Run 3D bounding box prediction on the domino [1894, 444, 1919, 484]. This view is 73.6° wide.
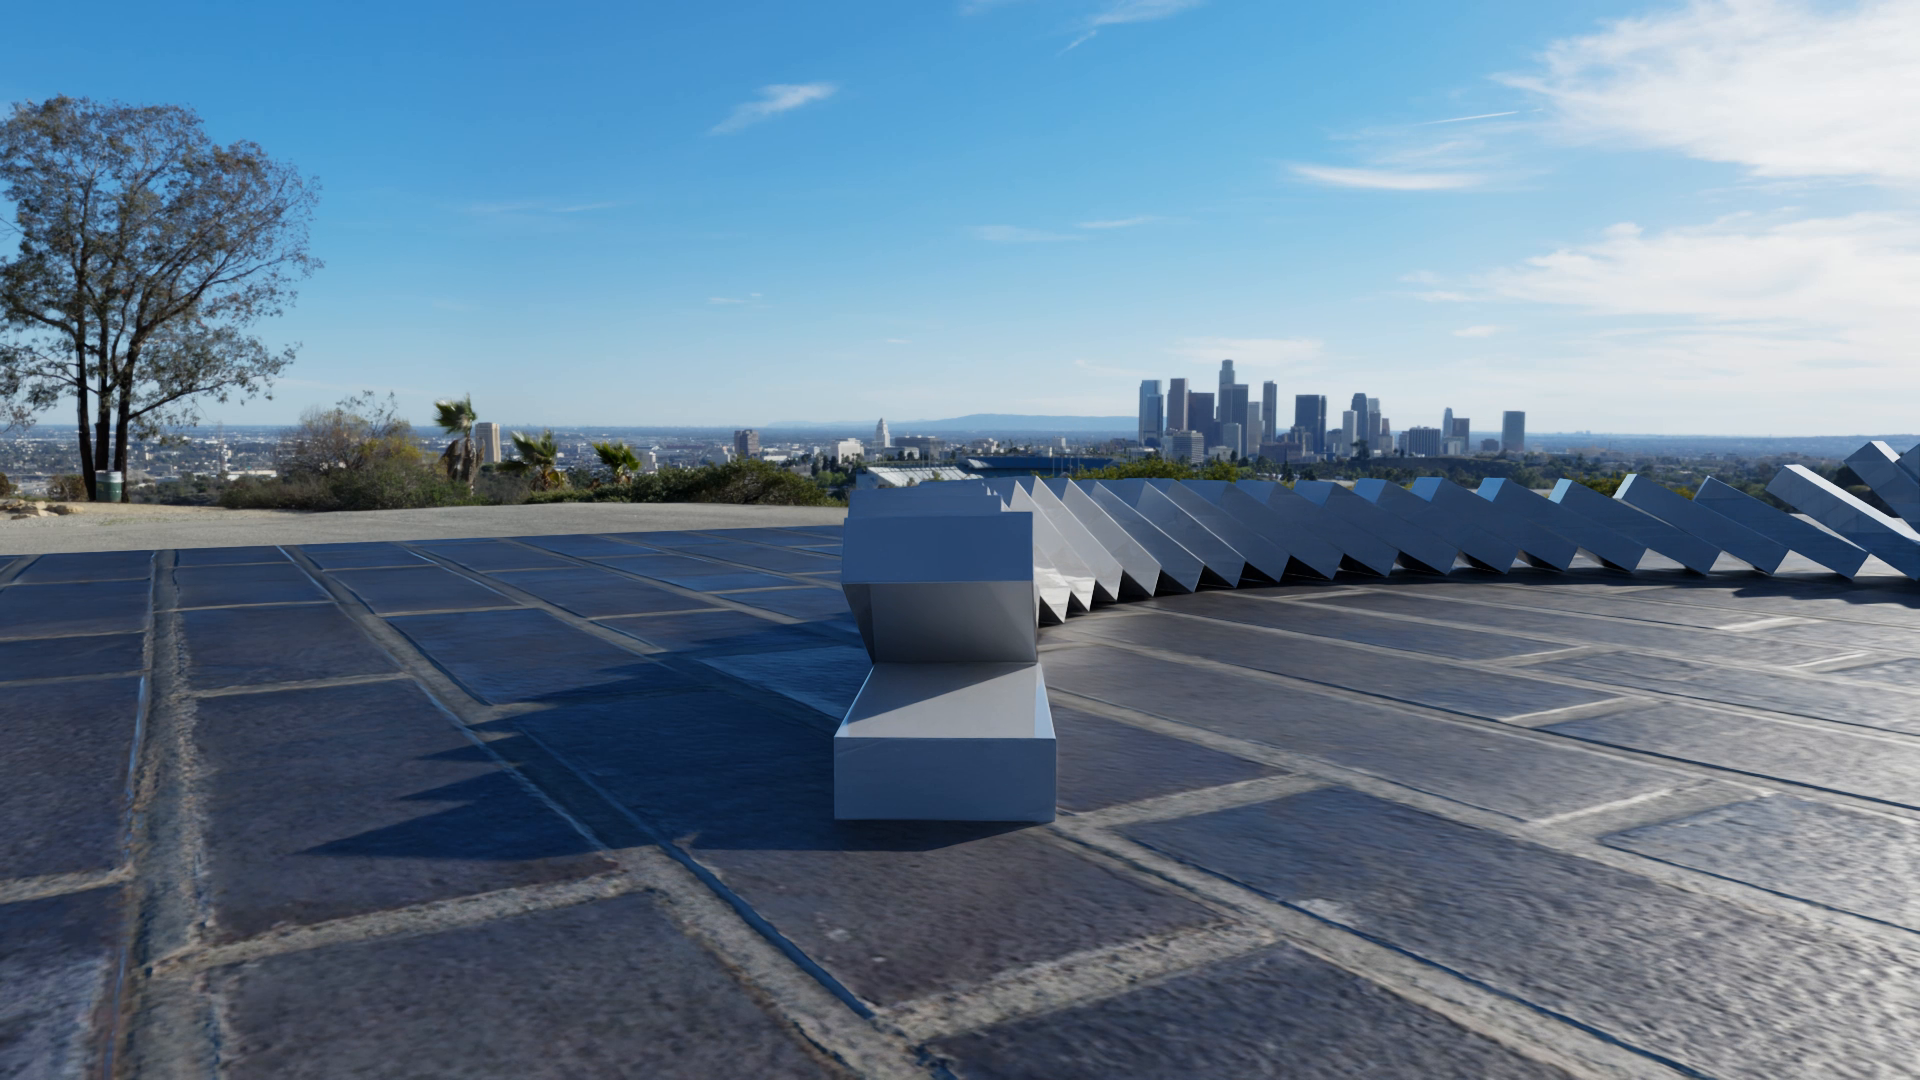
[{"bbox_3d":[0.318,-0.009,0.399,0.025,0.050,0.010,-3,-37,-41],"label":"domino"}]

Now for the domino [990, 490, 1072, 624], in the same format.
[{"bbox_3d":[0.005,0.004,0.291,0.025,0.009,0.050,2,-25,27],"label":"domino"}]

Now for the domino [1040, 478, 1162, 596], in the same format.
[{"bbox_3d":[0.030,0.000,0.343,0.025,0.010,0.050,1,-26,40],"label":"domino"}]

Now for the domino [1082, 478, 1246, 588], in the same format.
[{"bbox_3d":[0.058,-0.002,0.375,0.050,0.009,0.025,33,-17,-36],"label":"domino"}]

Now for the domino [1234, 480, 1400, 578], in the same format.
[{"bbox_3d":[0.113,-0.004,0.414,0.050,0.009,0.025,27,-3,-16],"label":"domino"}]

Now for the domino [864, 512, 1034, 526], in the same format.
[{"bbox_3d":[-0.001,0.010,0.211,0.025,0.009,0.050,0,-25,1],"label":"domino"}]

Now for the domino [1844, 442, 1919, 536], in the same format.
[{"bbox_3d":[0.306,-0.010,0.406,0.025,0.050,0.010,-5,-36,-47],"label":"domino"}]

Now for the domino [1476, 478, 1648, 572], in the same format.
[{"bbox_3d":[0.201,-0.005,0.433,0.050,0.010,0.025,27,6,5],"label":"domino"}]

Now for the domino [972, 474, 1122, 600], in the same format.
[{"bbox_3d":[0.019,0.001,0.324,0.025,0.009,0.050,-2,-28,33],"label":"domino"}]

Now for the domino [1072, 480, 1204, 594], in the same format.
[{"bbox_3d":[0.044,-0.001,0.362,0.050,0.009,0.025,33,-17,-35],"label":"domino"}]

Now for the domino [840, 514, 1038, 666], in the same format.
[{"bbox_3d":[-0.001,0.012,0.190,0.025,0.010,0.050,-1,-25,4],"label":"domino"}]

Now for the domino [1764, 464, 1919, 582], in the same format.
[{"bbox_3d":[0.290,-0.006,0.416,0.025,0.009,0.050,-4,39,-46],"label":"domino"}]

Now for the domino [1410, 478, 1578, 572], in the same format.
[{"bbox_3d":[0.178,-0.006,0.432,0.050,0.009,0.025,27,3,0],"label":"domino"}]

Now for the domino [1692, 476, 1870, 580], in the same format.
[{"bbox_3d":[0.269,-0.005,0.422,0.050,0.009,0.025,33,19,23],"label":"domino"}]

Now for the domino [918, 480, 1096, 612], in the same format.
[{"bbox_3d":[0.011,0.002,0.308,0.025,0.009,0.050,1,-27,29],"label":"domino"}]

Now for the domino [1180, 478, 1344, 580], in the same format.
[{"bbox_3d":[0.093,-0.003,0.403,0.050,0.010,0.025,28,-8,-23],"label":"domino"}]

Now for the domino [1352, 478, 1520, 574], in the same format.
[{"bbox_3d":[0.158,-0.005,0.429,0.050,0.010,0.025,26,3,-4],"label":"domino"}]

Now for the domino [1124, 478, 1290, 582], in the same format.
[{"bbox_3d":[0.074,-0.003,0.391,0.050,0.009,0.025,29,-11,-26],"label":"domino"}]

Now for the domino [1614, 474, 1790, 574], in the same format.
[{"bbox_3d":[0.246,-0.006,0.428,0.050,0.009,0.025,31,13,17],"label":"domino"}]

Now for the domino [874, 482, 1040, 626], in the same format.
[{"bbox_3d":[-0.001,0.005,0.267,0.025,0.010,0.050,-3,-27,16],"label":"domino"}]

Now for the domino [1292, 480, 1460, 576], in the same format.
[{"bbox_3d":[0.135,-0.004,0.422,0.050,0.010,0.025,26,-2,-13],"label":"domino"}]

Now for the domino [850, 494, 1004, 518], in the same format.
[{"bbox_3d":[-0.003,0.008,0.231,0.025,0.009,0.050,0,-27,7],"label":"domino"}]

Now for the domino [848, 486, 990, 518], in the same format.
[{"bbox_3d":[-0.003,0.006,0.248,0.025,0.009,0.050,-2,-27,10],"label":"domino"}]

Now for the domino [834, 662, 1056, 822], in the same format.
[{"bbox_3d":[-0.001,0.025,0.170,0.025,0.010,0.050,0,4,2],"label":"domino"}]

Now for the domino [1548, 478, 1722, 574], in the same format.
[{"bbox_3d":[0.226,-0.005,0.432,0.050,0.010,0.025,28,11,13],"label":"domino"}]
